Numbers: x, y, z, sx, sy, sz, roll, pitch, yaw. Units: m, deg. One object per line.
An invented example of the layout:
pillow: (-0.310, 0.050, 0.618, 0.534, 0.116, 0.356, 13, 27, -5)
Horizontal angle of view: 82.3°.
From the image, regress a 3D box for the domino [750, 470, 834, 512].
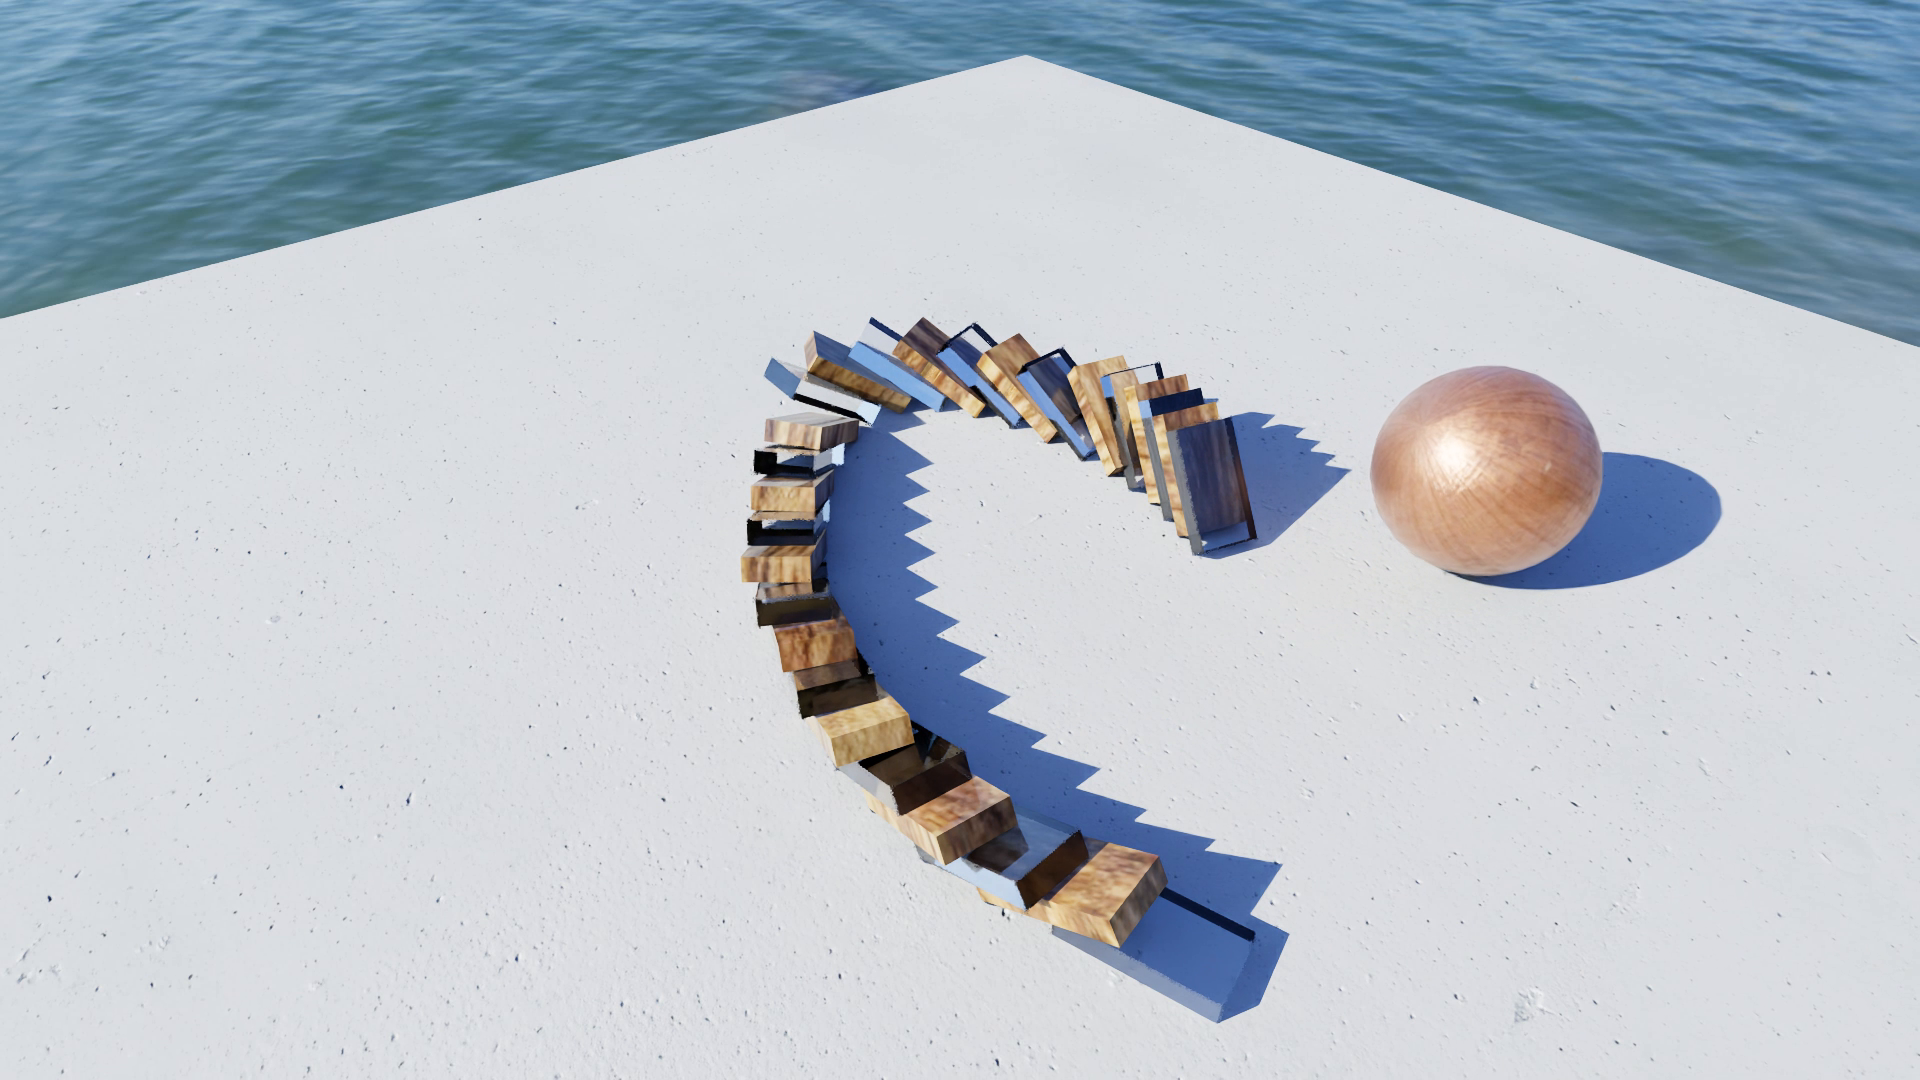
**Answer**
domino: (-0.068, -0.021, 0.452, 0.025, 0.009, 0.050, 2, 12, 2)

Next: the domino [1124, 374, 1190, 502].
domino: (0.088, -0.043, 0.467, 0.025, 0.050, 0.009, -15, 5, -17)

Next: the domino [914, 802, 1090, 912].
domino: (0.010, 0.088, 0.318, 0.025, 0.009, 0.050, -31, 21, -31)

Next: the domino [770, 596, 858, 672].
domino: (-0.053, 0.032, 0.387, 0.025, 0.010, 0.050, -10, 13, -12)

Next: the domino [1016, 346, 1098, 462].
domino: (0.051, -0.063, 0.502, 0.025, 0.010, 0.050, -29, 76, -30)

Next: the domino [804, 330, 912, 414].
domino: (-0.048, -0.079, 0.520, 0.050, 0.009, 0.025, 22, 30, -27)

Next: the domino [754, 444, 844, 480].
domino: (-0.068, -0.035, 0.469, 0.025, 0.010, 0.050, 6, 12, 7)

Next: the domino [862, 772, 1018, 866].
domino: (-0.007, 0.079, 0.330, 0.025, 0.009, 0.050, -23, 17, -25)

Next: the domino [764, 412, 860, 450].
domino: (-0.064, -0.049, 0.485, 0.025, 0.010, 0.050, 10, 12, 12)

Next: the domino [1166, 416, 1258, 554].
domino: (0.101, -0.022, 0.442, 0.025, 0.050, 0.009, -15, 5, -17)

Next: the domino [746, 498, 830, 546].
domino: (-0.067, -0.008, 0.435, 0.025, 0.010, 0.050, 0, 12, 0)

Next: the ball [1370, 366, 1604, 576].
ball: (0.199, -0.026, 0.420, 0.080, 0.080, 0.080, 0, 39, 0)

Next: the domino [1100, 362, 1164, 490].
domino: (0.080, -0.049, 0.476, 0.025, 0.050, 0.010, -15, 1, -17)

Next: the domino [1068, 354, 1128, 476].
domino: (0.069, -0.056, 0.490, 0.025, 0.010, 0.050, -16, 77, -19)

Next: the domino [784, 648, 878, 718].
domino: (-0.045, 0.045, 0.371, 0.025, 0.010, 0.050, -12, 13, -14)

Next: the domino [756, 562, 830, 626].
domino: (-0.061, 0.019, 0.402, 0.025, 0.010, 0.050, -6, 12, -6)

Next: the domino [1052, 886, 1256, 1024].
domino: (0.054, 0.110, 0.309, 0.050, 0.010, 0.025, 21, 44, 24)

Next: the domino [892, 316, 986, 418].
domino: (-0.005, -0.083, 0.526, 0.050, 0.009, 0.025, 38, 44, -3)

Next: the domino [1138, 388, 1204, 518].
domino: (0.093, -0.036, 0.459, 0.025, 0.050, 0.009, -15, 5, -17)

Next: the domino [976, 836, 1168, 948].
domino: (0.030, 0.096, 0.310, 0.050, 0.009, 0.025, 1, 31, 45)

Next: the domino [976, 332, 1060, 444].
domino: (0.034, -0.071, 0.512, 0.025, 0.009, 0.050, -35, 80, -35)

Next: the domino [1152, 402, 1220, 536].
domino: (0.097, -0.029, 0.450, 0.025, 0.050, 0.009, -15, 5, -17)

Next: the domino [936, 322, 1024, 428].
domino: (0.016, -0.078, 0.520, 0.050, 0.009, 0.025, 45, 51, 5)

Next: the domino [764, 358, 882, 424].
domino: (-0.063, -0.068, 0.505, 0.050, 0.010, 0.025, 12, 21, -49)

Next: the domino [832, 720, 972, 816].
domino: (-0.020, 0.068, 0.343, 0.025, 0.010, 0.050, -22, 17, -25)

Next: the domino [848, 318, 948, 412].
domino: (-0.027, -0.084, 0.527, 0.050, 0.009, 0.025, 31, 39, -11)

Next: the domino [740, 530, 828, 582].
domino: (-0.066, 0.006, 0.419, 0.025, 0.009, 0.050, 0, 12, 0)

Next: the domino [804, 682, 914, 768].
domino: (-0.035, 0.057, 0.357, 0.025, 0.010, 0.050, -15, 14, -17)
